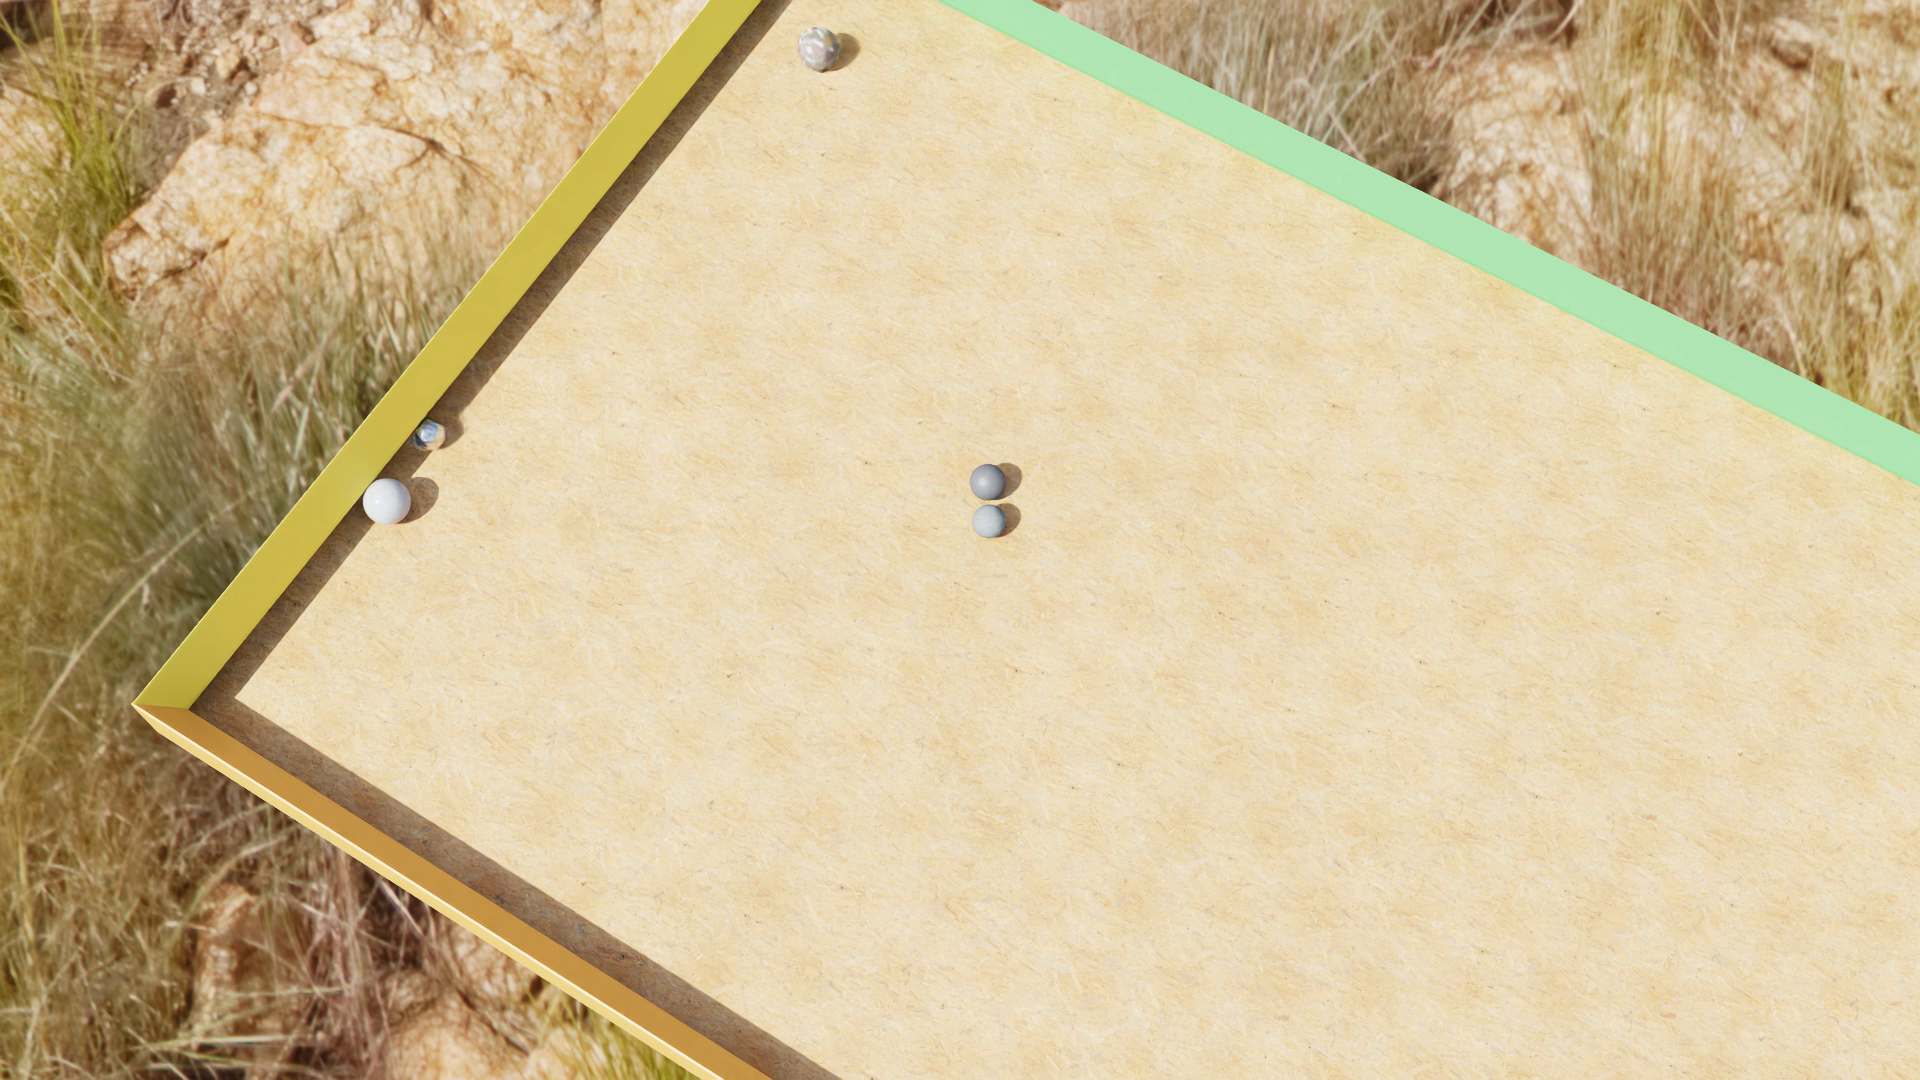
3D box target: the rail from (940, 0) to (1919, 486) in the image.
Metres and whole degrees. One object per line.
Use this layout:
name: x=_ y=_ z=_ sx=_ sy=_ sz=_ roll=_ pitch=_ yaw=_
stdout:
rail: x=1.250 y=-0.284 z=3.662 sx=3.639 sy=0.124 sz=0.045 roll=29 pitch=69 yaw=13

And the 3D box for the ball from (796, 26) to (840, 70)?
ball: x=-0.257 y=-0.886 z=3.967 sx=0.077 sy=0.077 sz=0.077 roll=0 pitch=65 yaw=0

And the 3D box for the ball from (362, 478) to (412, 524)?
ball: x=-0.935 y=-0.063 z=3.587 sx=0.076 sy=0.076 sz=0.076 roll=0 pitch=65 yaw=0

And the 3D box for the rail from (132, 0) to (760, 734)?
rail: x=-0.756 y=-0.434 z=3.731 sx=0.045 sy=0.124 sz=1.862 roll=29 pitch=69 yaw=13

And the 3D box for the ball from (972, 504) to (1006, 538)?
ball: x=0.048 y=-0.030 z=3.584 sx=0.056 sy=0.056 sz=0.056 roll=0 pitch=65 yaw=0

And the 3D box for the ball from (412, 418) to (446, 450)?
ball: x=-0.882 y=-0.176 z=3.652 sx=0.054 sy=0.054 sz=0.054 roll=0 pitch=65 yaw=0

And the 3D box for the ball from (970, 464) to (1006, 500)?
ball: x=0.046 y=-0.095 z=3.610 sx=0.061 sy=0.061 sz=0.061 roll=0 pitch=65 yaw=0

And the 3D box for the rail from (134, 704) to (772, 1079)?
rail: x=0.302 y=1.121 z=3.014 sx=3.639 sy=0.124 sz=0.045 roll=29 pitch=69 yaw=13
